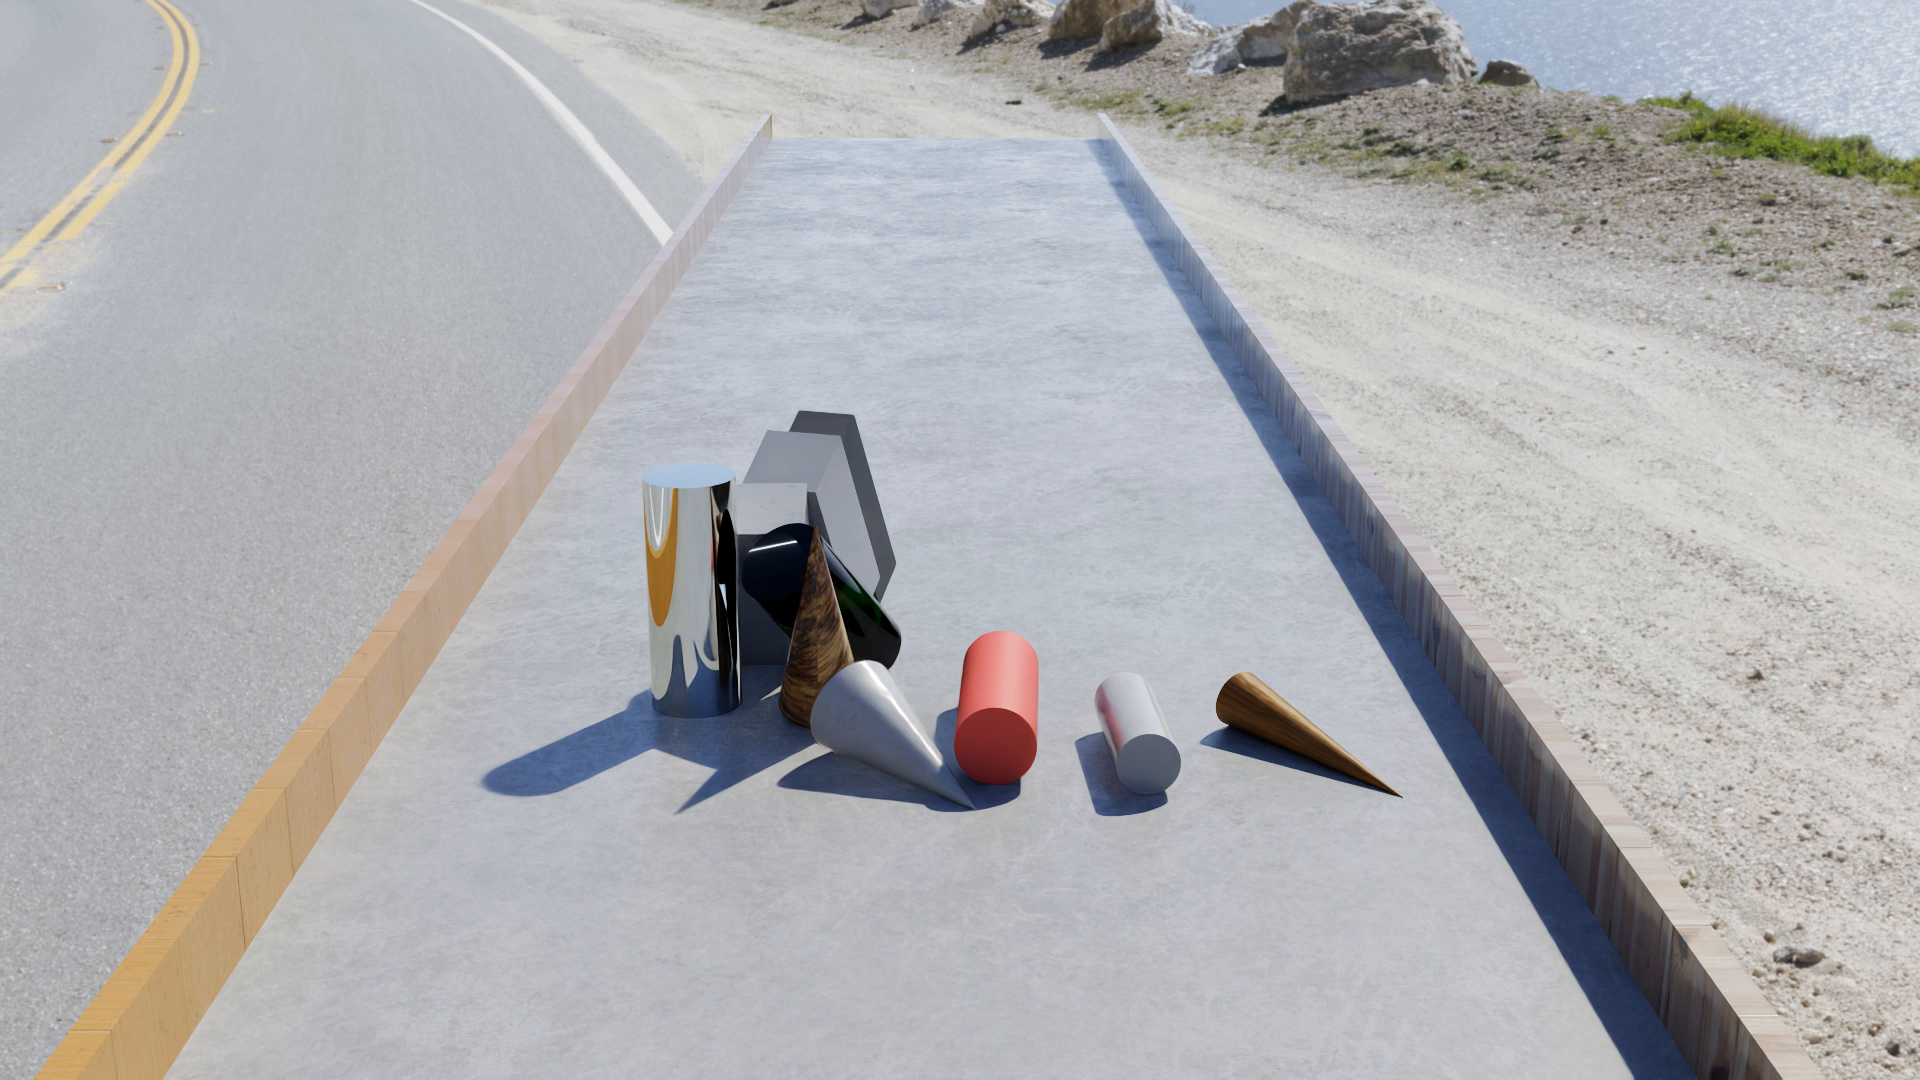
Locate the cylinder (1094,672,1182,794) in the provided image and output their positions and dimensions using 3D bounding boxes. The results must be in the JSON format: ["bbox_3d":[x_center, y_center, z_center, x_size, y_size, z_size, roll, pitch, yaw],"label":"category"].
[{"bbox_3d":[0.311,0.339,3.891,0.112,0.112,0.306,-1,17,-3],"label":"cylinder"}]

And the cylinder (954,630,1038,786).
[{"bbox_3d":[0.069,0.297,3.975,0.144,0.144,0.406,1,17,2],"label":"cylinder"}]

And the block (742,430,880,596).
[{"bbox_3d":[-0.300,-0.014,4.501,0.158,0.419,0.158,5,48,18],"label":"block"}]

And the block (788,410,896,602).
[{"bbox_3d":[-0.254,-0.064,4.648,0.123,0.453,0.123,6,49,19],"label":"block"}]

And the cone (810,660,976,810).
[{"bbox_3d":[-0.082,0.375,3.813,0.179,0.179,0.364,-13,35,-37],"label":"cone"}]

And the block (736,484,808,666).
[{"bbox_3d":[-0.371,0.070,4.328,0.148,0.348,0.148,-1,42,-1],"label":"block"}]

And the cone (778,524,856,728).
[{"bbox_3d":[-0.257,0.135,3.994,0.161,0.414,0.161,1,37,0],"label":"cone"}]

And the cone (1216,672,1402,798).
[{"bbox_3d":[0.635,0.366,3.903,0.106,0.106,0.427,-11,27,-34],"label":"cone"}]

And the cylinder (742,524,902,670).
[{"bbox_3d":[-0.260,0.128,4.177,0.173,0.321,0.173,-16,50,20],"label":"cylinder"}]

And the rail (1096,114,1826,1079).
[{"bbox_3d":[0.932,-0.844,7.801,0.050,0.150,12.000,0,17,-1],"label":"rail"}]

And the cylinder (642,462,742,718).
[{"bbox_3d":[-0.500,0.094,4.121,0.172,0.448,0.172,0,17,0],"label":"cylinder"}]

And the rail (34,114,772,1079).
[{"bbox_3d":[-1.118,-0.838,7.780,0.050,0.150,12.000,0,17,-1],"label":"rail"}]
